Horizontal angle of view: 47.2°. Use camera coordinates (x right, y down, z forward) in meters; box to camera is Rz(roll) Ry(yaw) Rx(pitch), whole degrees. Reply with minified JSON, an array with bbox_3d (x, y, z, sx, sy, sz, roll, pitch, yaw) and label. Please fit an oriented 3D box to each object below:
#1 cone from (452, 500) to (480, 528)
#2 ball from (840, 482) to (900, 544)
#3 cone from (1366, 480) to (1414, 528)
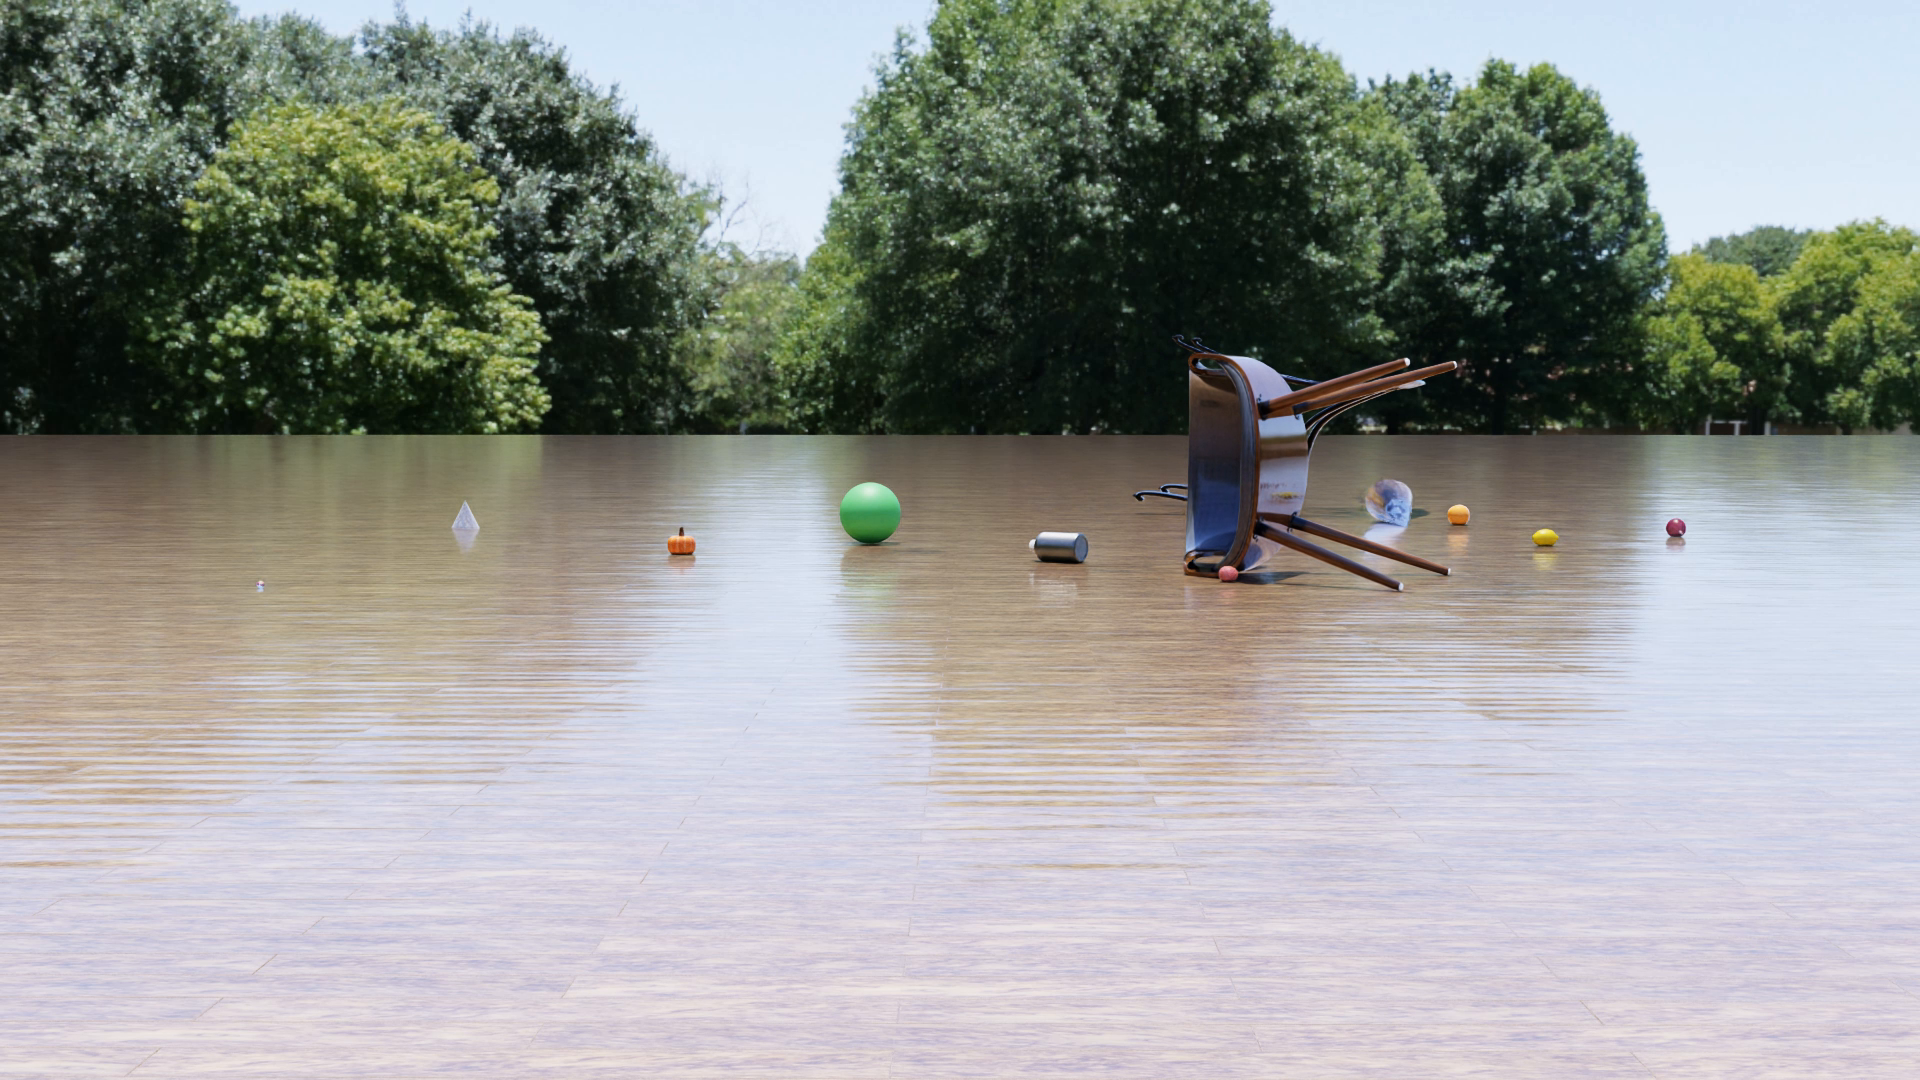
[{"bbox_3d":[-1.599,-0.084,7.110,0.099,0.090,0.035,1,4,15],"label":"cone"},{"bbox_3d":[-0.260,-0.078,6.384,0.178,0.178,0.178,0,4,0],"label":"ball"},{"bbox_3d":[1.454,-0.088,7.300,0.162,0.148,0.299,11,17,-4],"label":"cone"}]
